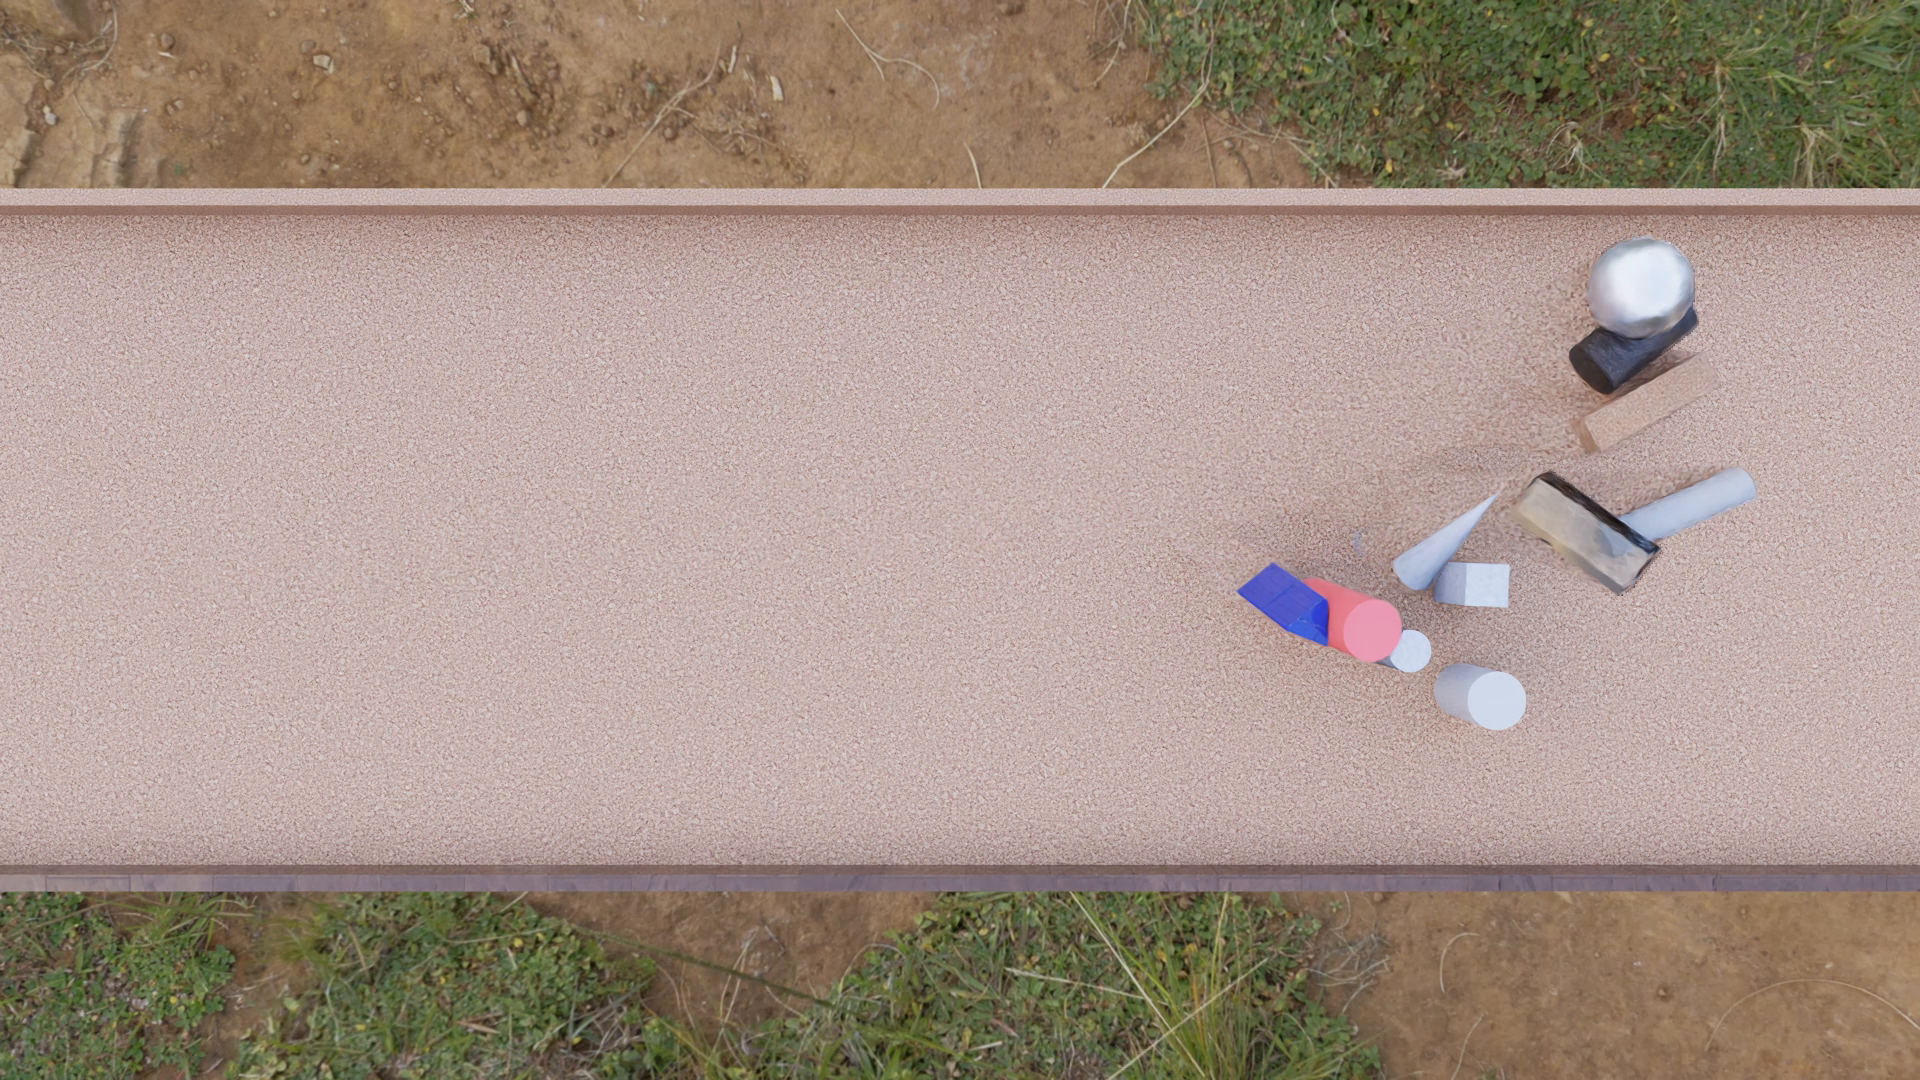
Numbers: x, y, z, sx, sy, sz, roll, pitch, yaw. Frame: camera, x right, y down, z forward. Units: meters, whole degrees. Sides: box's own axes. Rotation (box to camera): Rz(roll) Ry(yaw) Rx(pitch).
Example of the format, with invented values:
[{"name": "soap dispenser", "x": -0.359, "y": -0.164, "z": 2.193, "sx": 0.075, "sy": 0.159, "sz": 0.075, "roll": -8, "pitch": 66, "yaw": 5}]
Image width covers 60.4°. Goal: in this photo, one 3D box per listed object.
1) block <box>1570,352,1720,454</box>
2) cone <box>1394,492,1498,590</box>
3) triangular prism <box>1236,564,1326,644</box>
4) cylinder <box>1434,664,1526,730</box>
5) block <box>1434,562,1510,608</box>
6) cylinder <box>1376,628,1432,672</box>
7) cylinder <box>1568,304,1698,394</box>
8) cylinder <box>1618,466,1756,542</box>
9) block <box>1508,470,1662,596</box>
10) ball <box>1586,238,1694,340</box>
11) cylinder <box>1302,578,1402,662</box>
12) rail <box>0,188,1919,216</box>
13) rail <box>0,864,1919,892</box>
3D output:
[{"name": "block", "x": 2.082, "y": -0.415, "z": 5.022, "sx": 0.412, "sy": 0.110, "sz": 0.110, "roll": -29, "pitch": 88, "yaw": 0}, {"name": "cone", "x": 1.467, "y": -0.020, "z": 4.892, "sx": 0.129, "sy": 0.129, "sz": 0.410, "roll": 37, "pitch": 131, "yaw": 0}, {"name": "triangular prism", "x": 0.976, "y": 0.174, "z": 4.879, "sx": 0.144, "sy": 0.351, "sz": 0.125, "roll": 21, "pitch": 100, "yaw": -20}, {"name": "cylinder", "x": 1.543, "y": 0.462, "z": 4.908, "sx": 0.169, "sy": 0.337, "sz": 0.169, "roll": 0, "pitch": 90, "yaw": 0}, {"name": "block", "x": 1.521, "y": 0.130, "z": 4.917, "sx": 0.123, "sy": 0.319, "sz": 0.123, "roll": 3, "pitch": 90, "yaw": 0}, {"name": "cylinder", "x": 1.287, "y": 0.318, "z": 4.897, "sx": 0.122, "sy": 0.359, "sz": 0.122, "roll": 0, "pitch": 90, "yaw": 0}, {"name": "cylinder", "x": 2.034, "y": -0.611, "z": 4.988, "sx": 0.328, "sy": 0.178, "sz": 0.178, "roll": -39, "pitch": 90, "yaw": 0}, {"name": "cylinder", "x": 2.176, "y": -0.087, "z": 5.007, "sx": 0.439, "sy": 0.107, "sz": 0.107, "roll": -24, "pitch": 90, "yaw": 4}, {"name": "block", "x": 1.857, "y": -0.024, "z": 4.910, "sx": 0.392, "sy": 0.146, "sz": 0.146, "roll": 41, "pitch": 119, "yaw": 22}, {"name": "ball", "x": 1.975, "y": -0.728, "z": 4.792, "sx": 0.290, "sy": 0.290, "sz": 0.290, "roll": 0, "pitch": 90, "yaw": 0}, {"name": "cylinder", "x": 1.121, "y": 0.230, "z": 4.854, "sx": 0.179, "sy": 0.414, "sz": 0.179, "roll": -2, "pitch": 97, "yaw": -12}, {"name": "rail", "x": -2.247, "y": -1.025, "z": 5.002, "sx": 12.000, "sy": 0.150, "sz": 0.050, "roll": 0, "pitch": 90, "yaw": 0}, {"name": "rail", "x": -2.247, "y": 1.025, "z": 5.001, "sx": 12.000, "sy": 0.150, "sz": 0.050, "roll": 0, "pitch": 90, "yaw": 0}]
